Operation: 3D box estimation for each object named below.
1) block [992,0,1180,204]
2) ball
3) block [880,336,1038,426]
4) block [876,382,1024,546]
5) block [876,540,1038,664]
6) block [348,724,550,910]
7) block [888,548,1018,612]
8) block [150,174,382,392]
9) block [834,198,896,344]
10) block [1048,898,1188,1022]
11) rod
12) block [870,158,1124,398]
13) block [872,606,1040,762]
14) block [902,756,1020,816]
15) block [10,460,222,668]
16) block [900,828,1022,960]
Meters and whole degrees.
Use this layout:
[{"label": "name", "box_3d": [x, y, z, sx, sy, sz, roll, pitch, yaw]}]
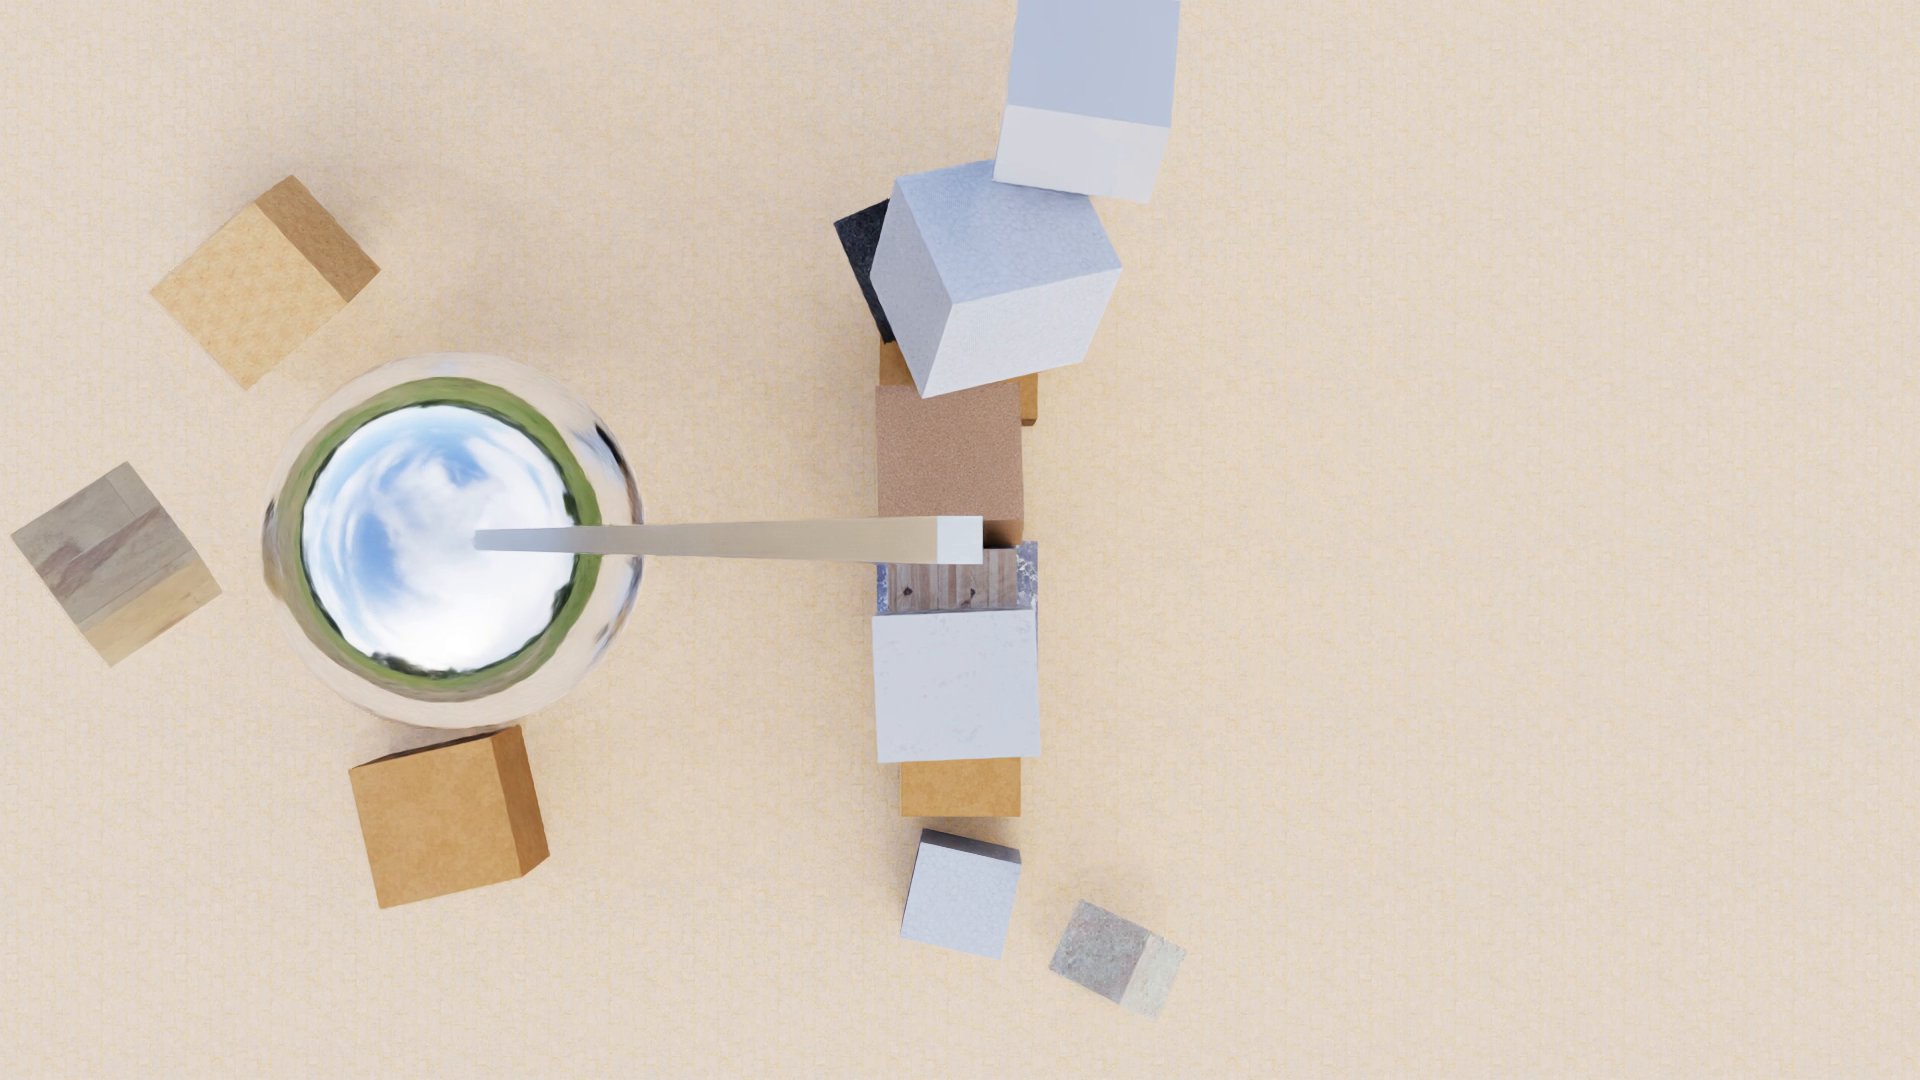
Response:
[{"label": "block", "box_3d": [0.600, -2.138, 10.474, 0.760, 0.600, 0.752, 8, 64, -2]}, {"label": "ball", "box_3d": [-2.127, 0.000, 9.292, 1.600, 1.600, 1.600, 0, 90, 0]}, {"label": "block", "box_3d": [-0.008, -1.117, 12.604, 0.878, 0.791, 0.889, 0, 90, 0]}, {"label": "block", "box_3d": [-0.053, -0.387, 11.769, 0.754, 0.760, 0.731, -2, 80, 0]}, {"label": "block", "box_3d": [-0.015, 0.459, 12.543, 0.884, 0.915, 0.907, 0, 90, 0]}, {"label": "block", "box_3d": [-2.905, 1.569, 12.583, 0.808, 0.834, 0.796, -13, 90, 0]}, {"label": "block", "box_3d": [-0.038, 0.406, 11.709, 0.668, 0.752, 0.713, -1, 90, 0]}, {"label": "block", "box_3d": [-3.908, -1.465, 12.441, 0.800, 0.764, 0.732, -37, 107, 13]}, {"label": "block", "box_3d": [-0.249, -1.508, 11.893, 0.641, 0.607, 0.593, -24, 85, 0]}, {"label": "block", "box_3d": [0.894, 2.377, 12.453, 0.493, 0.520, 0.436, 20, 80, 34]}, {"label": "rod", "box_3d": [-0.922, 0.000, 6.112, 0.080, 5.200, 0.080, 0, 90, -21]}, {"label": "block", "box_3d": [0.158, -1.322, 10.858, 0.891, 0.818, 0.757, -15, 65, -20]}, {"label": "block", "box_3d": [-0.018, 0.710, 11.007, 0.792, 0.652, 0.711, -2, 90, 0]}, {"label": "block", "box_3d": [0.005, 1.241, 12.707, 0.674, 0.587, 0.642, 0, 90, 0]}, {"label": "block", "box_3d": [-3.621, 0.107, 9.469, 0.565, 0.460, 0.551, -37, 76, -18]}, {"label": "block", "box_3d": [0.004, 2.034, 12.691, 0.585, 0.617, 0.551, 13, 90, 0]}]
